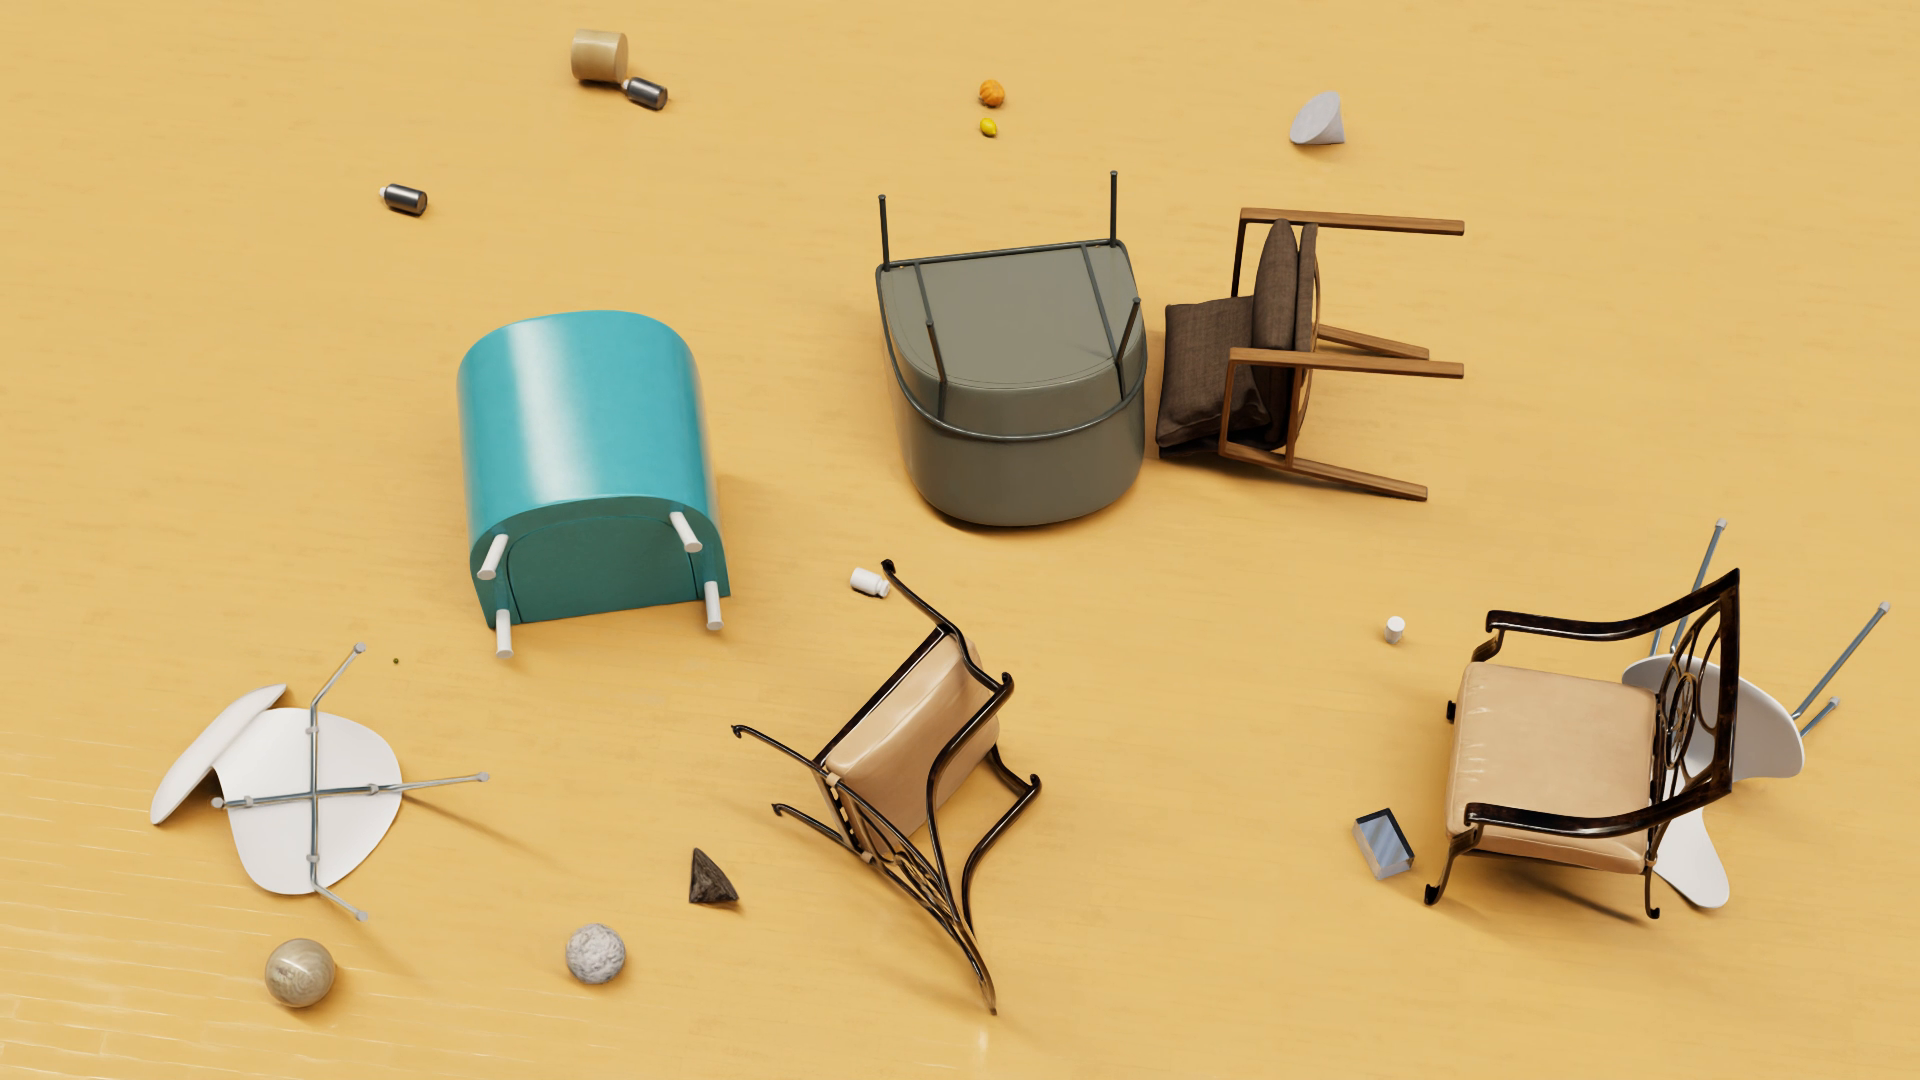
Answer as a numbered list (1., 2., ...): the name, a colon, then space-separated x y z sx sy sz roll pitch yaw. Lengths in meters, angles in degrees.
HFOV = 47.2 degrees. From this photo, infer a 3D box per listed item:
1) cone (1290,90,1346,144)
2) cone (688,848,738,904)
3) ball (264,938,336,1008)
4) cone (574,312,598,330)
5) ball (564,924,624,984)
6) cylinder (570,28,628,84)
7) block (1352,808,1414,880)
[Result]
1. cone: 1.255 -1.392 7.451 0.152 0.247 0.213 32 88 -25
2. cone: -0.693 0.938 5.913 0.111 0.115 0.208 -48 54 4
3. ball: -1.715 1.124 5.713 0.177 0.177 0.177 0 56 0
4. cone: -1.181 -0.713 7.037 0.084 0.056 0.058 24 33 9
5. ball: -0.955 1.082 5.755 0.155 0.155 0.155 0 56 0
6. cylinder: -1.243 -1.670 7.591 0.156 0.172 0.162 8 40 5
7. block: 1.148 0.826 5.972 0.102 0.080 0.156 -17 58 -11
